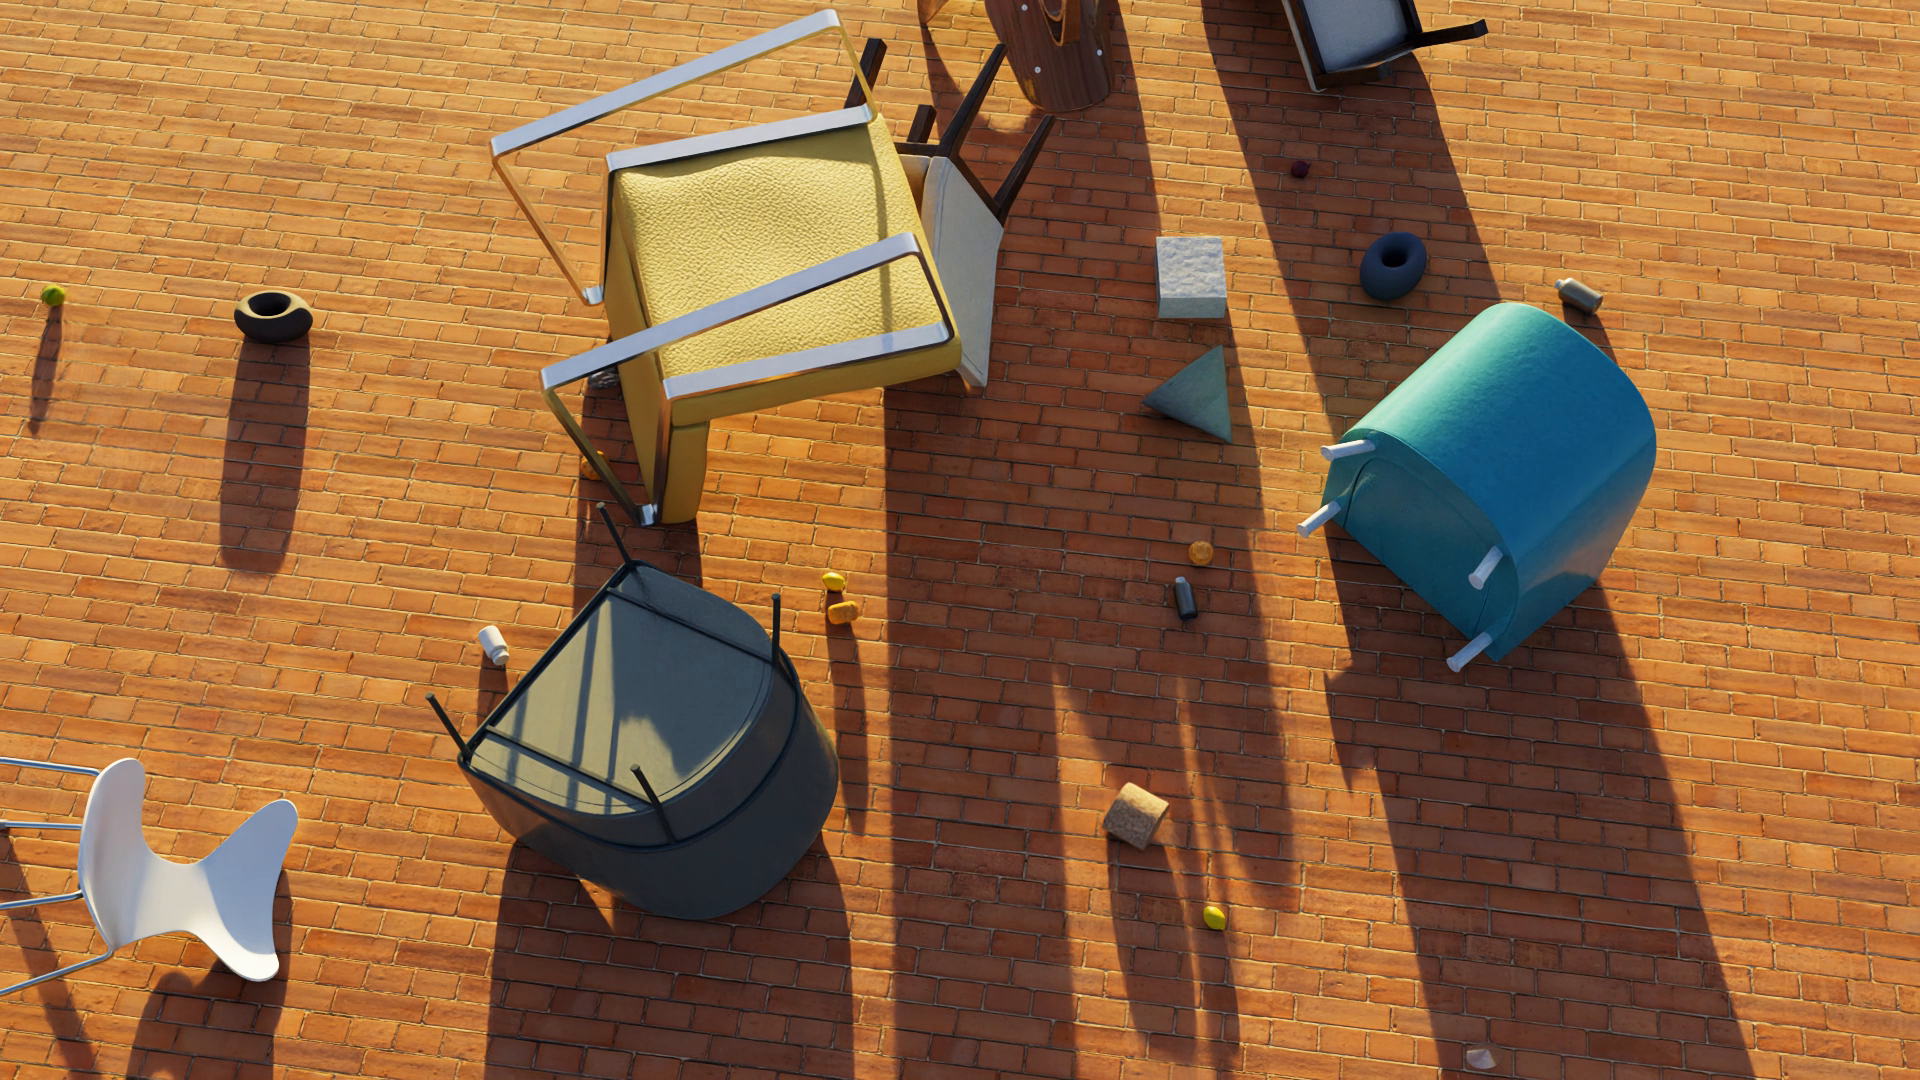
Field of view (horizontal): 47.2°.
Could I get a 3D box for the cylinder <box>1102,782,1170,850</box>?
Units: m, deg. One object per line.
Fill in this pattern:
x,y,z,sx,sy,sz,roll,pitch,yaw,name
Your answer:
0.480,0.755,6.016,0.128,0.083,0.149,28,71,17,cylinder

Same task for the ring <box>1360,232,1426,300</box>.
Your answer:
1.397,-0.884,7.091,0.192,0.129,0.261,32,61,22,ring

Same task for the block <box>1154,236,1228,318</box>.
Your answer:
0.741,-0.846,7.080,0.211,0.102,0.255,0,56,0,block

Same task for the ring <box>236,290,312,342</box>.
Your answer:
-2.179,-0.709,6.983,0.247,0.113,0.165,1,55,2,ring

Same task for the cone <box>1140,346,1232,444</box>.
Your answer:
0.761,-0.403,6.781,0.317,0.228,0.269,-35,86,-15,cone

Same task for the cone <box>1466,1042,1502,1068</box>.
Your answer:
1.355,1.319,5.664,0.098,0.041,0.072,-15,57,-10,cone
